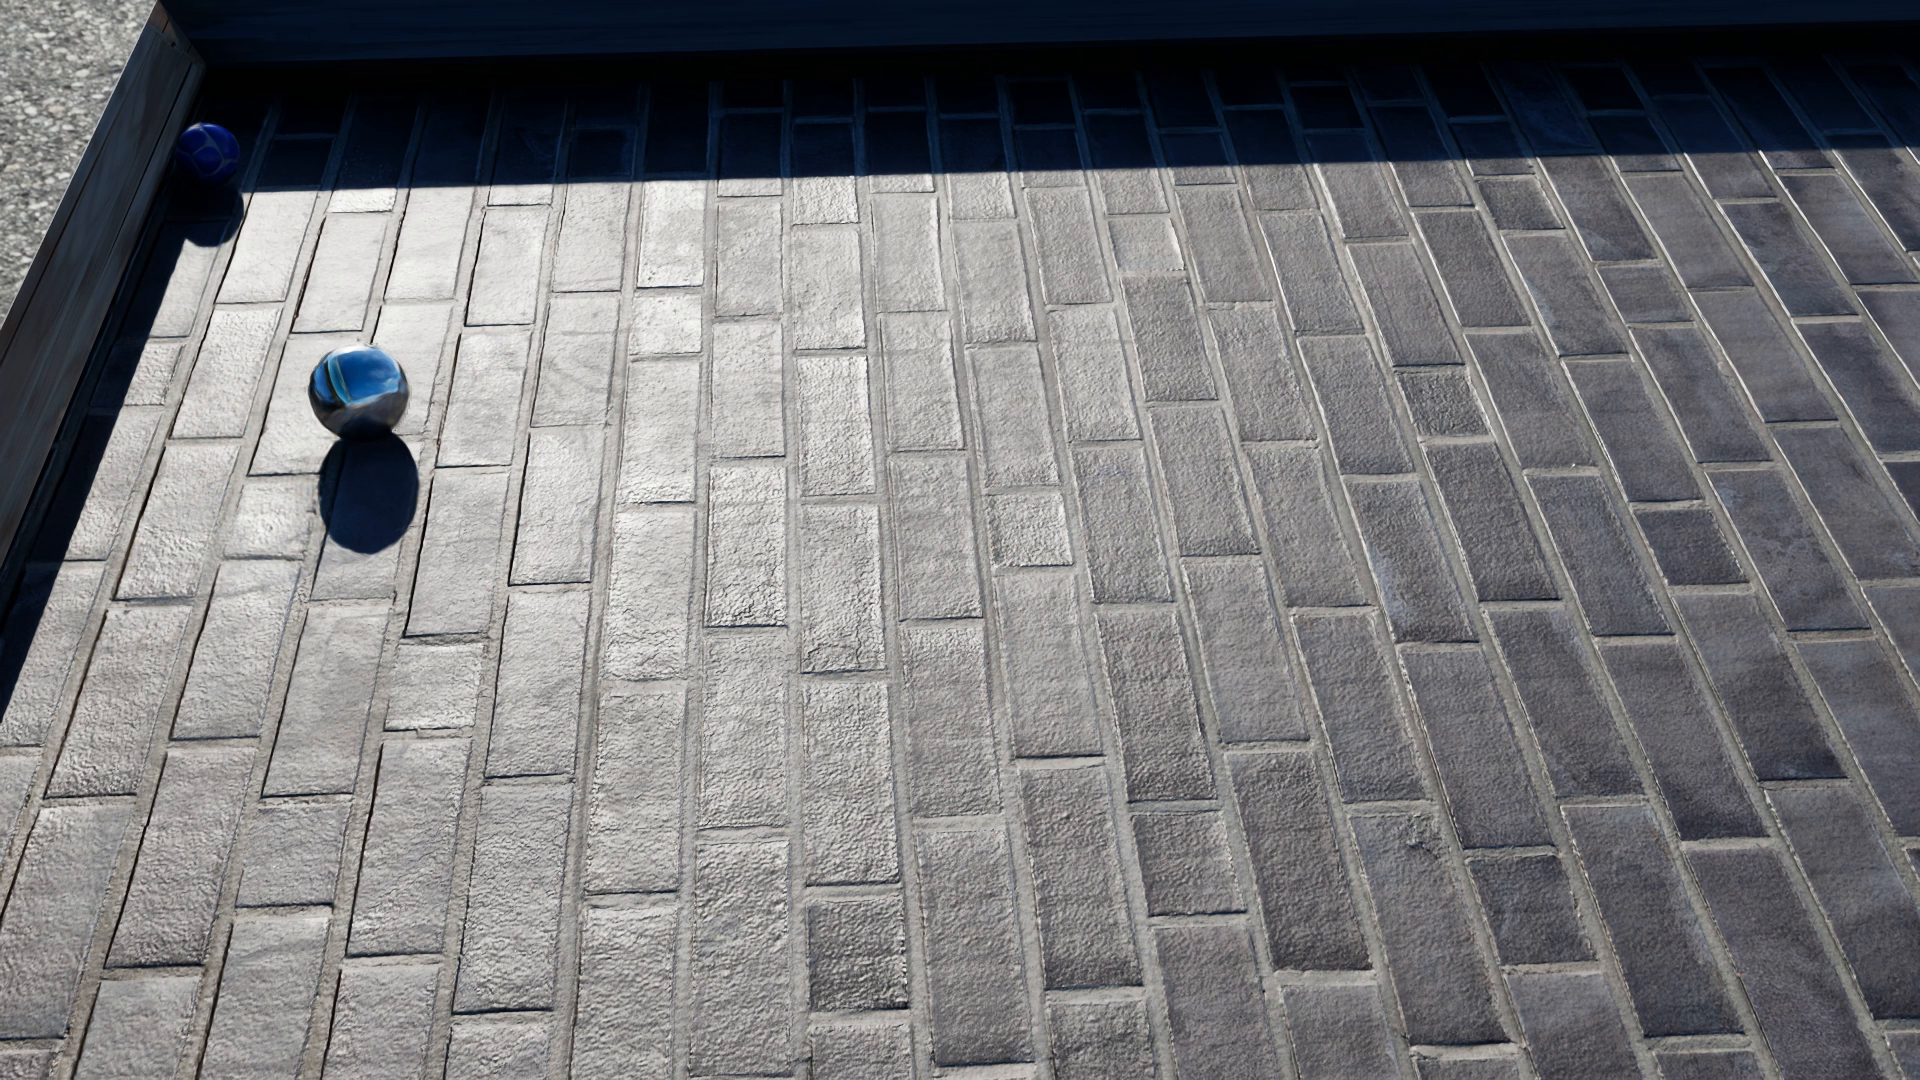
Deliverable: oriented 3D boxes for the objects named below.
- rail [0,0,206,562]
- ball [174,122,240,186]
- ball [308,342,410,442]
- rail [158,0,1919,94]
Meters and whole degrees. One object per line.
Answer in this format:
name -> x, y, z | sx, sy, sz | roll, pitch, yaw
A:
rail -> -0.662, 0.010, 1.717 | 0.045, 0.095, 1.605 | -2, 36, -3
ball -> -0.656, -0.336, 2.237 | 0.055, 0.055, 0.055 | 0, 36, 0
ball -> -0.446, -0.110, 1.906 | 0.073, 0.073, 0.073 | 0, 36, 0
rail -> 0.640, -0.490, 2.415 | 2.749, 0.095, 0.045 | -2, 36, -3
